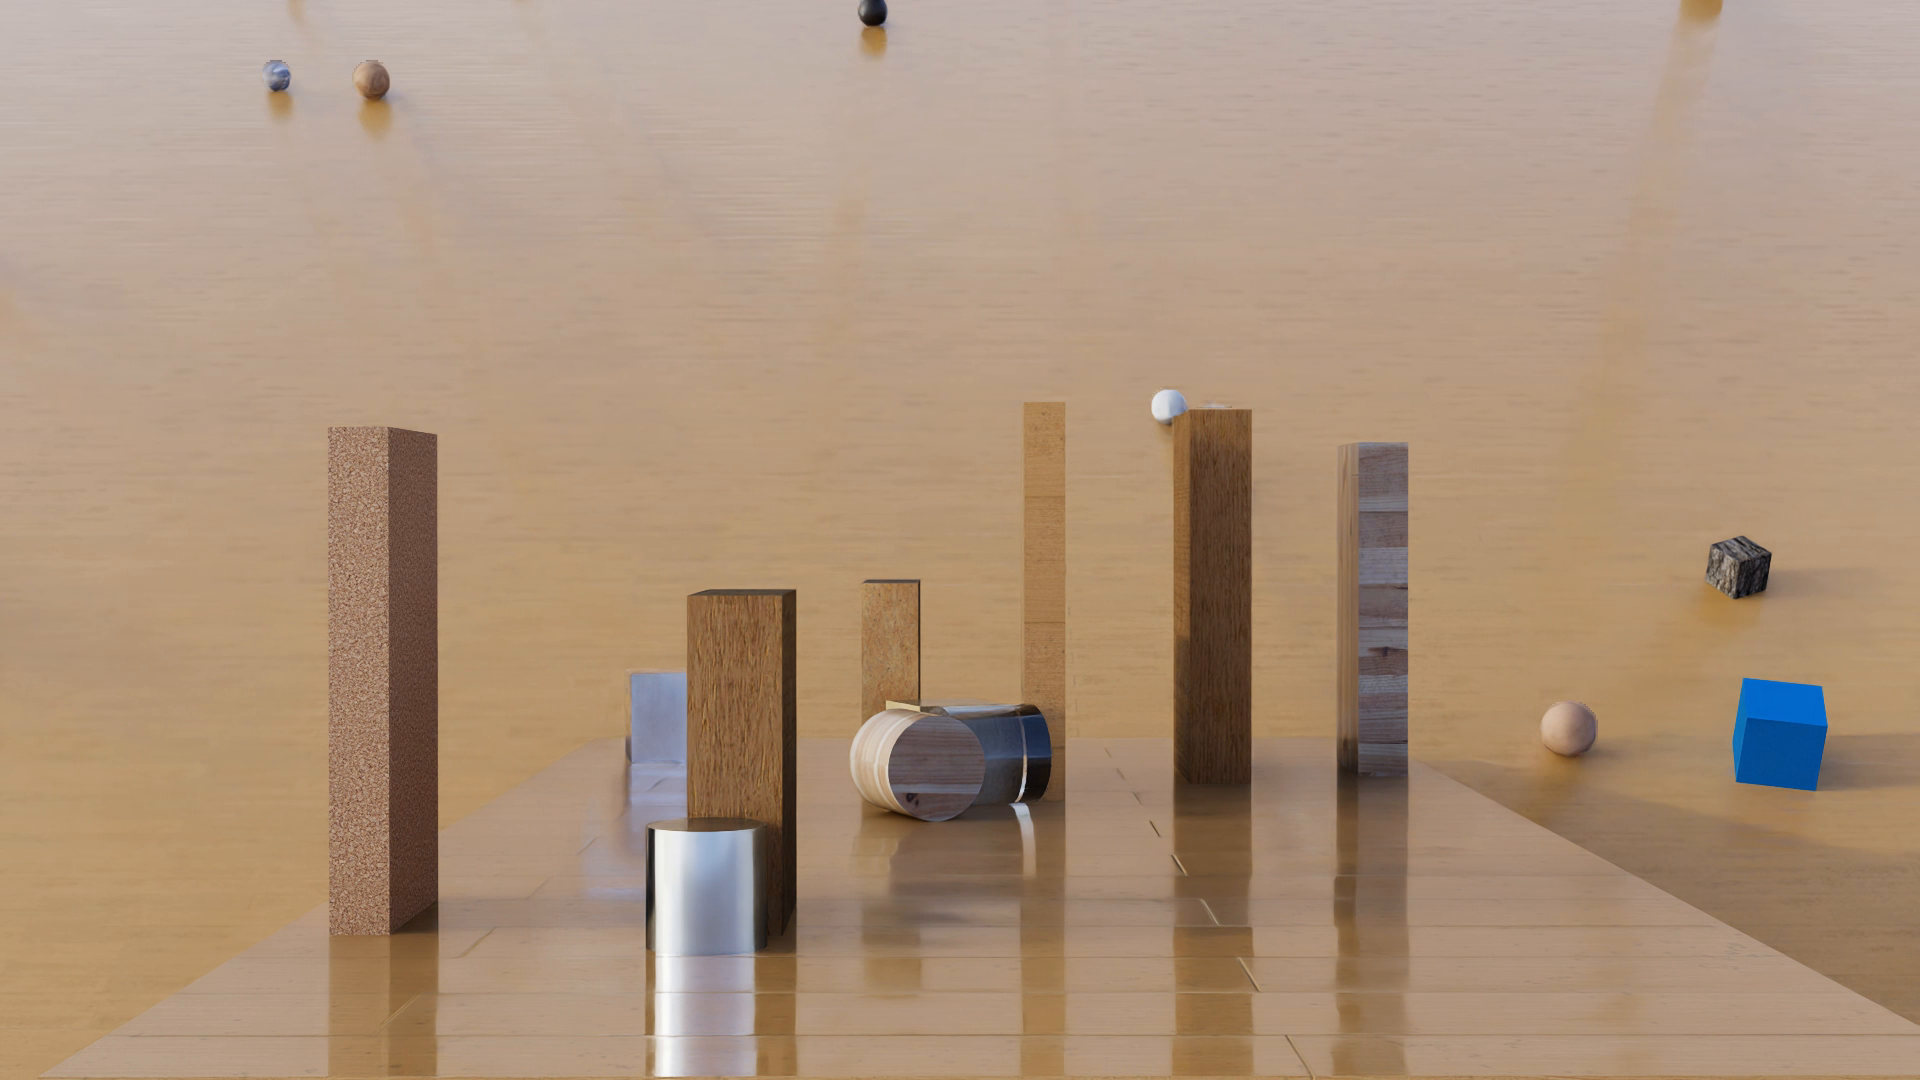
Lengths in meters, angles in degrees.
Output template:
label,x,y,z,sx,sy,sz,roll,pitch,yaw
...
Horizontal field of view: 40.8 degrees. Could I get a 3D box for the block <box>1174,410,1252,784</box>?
label,x,y,z,sx,sy,sz,roll,pitch,yaw
block,0.553,0.118,5.693,0.130,0.794,0.429,0,1,0

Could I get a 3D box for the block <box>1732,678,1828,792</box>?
label,x,y,z,sx,sy,sz,roll,pitch,yaw
block,2.097,0.497,6.618,0.195,0.195,0.195,6,29,11

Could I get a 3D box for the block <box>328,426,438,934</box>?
label,x,y,z,sx,sy,sz,roll,pitch,yaw
block,-0.815,0.190,3.667,0.082,0.689,0.330,0,1,0

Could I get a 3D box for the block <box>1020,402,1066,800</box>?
label,x,y,z,sx,sy,sz,roll,pitch,yaw
block,0.169,0.121,5.291,0.082,0.796,0.276,0,1,0

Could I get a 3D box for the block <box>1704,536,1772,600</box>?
label,x,y,z,sx,sy,sz,roll,pitch,yaw
block,2.248,0.079,7.465,0.121,0.121,0.121,-14,31,-24

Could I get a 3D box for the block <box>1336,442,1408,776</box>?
label,x,y,z,sx,sy,sz,roll,pitch,yaw
block,0.923,0.150,5.801,0.109,0.729,0.323,0,1,0

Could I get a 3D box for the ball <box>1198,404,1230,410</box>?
label,x,y,z,sx,sy,sz,roll,pitch,yaw
ball,0.799,-0.331,8.147,0.191,0.191,0.191,0,28,0

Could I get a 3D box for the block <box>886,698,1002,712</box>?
label,x,y,z,sx,sy,sz,roll,pitch,yaw
block,-0.029,0.425,5.268,0.189,0.189,0.189,0,1,-22

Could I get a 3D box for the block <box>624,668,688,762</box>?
label,x,y,z,sx,sy,sz,roll,pitch,yaw
block,-0.679,0.410,6.083,0.205,0.205,0.205,0,1,-11

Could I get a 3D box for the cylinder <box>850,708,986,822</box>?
label,x,y,z,sx,sy,sz,roll,pitch,yaw
cylinder,-0.083,0.424,4.902,0.197,0.197,0.197,-13,6,-23

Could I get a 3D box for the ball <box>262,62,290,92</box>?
label,x,y,z,sx,sy,sz,roll,pitch,yaw
ball,-3.005,-2.035,11.354,0.126,0.126,0.126,0,28,0

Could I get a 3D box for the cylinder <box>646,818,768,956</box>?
label,x,y,z,sx,sy,sz,roll,pitch,yaw
cylinder,-0.335,0.456,3.415,0.160,0.160,0.160,0,1,0

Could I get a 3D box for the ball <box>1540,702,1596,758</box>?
label,x,y,z,sx,sy,sz,roll,pitch,yaw
ball,1.573,0.491,6.685,0.142,0.142,0.142,0,28,0

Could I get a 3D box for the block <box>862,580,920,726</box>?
label,x,y,z,sx,sy,sz,roll,pitch,yaw
block,-0.145,0.303,5.516,0.117,0.429,0.340,0,1,0

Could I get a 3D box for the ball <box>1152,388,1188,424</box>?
label,x,y,z,sx,sy,sz,roll,pitch,yaw
ball,0.681,-0.433,8.413,0.117,0.117,0.117,0,28,0

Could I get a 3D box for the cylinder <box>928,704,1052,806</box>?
label,x,y,z,sx,sy,sz,roll,pitch,yaw
cylinder,0.050,0.423,5.091,0.196,0.196,0.196,0,27,-23

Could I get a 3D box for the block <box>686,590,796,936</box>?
label,x,y,z,sx,sy,sz,roll,pitch,yaw
block,-0.305,0.304,3.649,0.129,0.460,0.310,0,1,0

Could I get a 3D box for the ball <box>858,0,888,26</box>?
label,x,y,z,sx,sy,sz,roll,pitch,yaw
ball,-0.410,-2.490,12.175,0.142,0.142,0.142,0,28,0

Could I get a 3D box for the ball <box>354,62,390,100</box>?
label,x,y,z,sx,sy,sz,roll,pitch,yaw
ball,-2.561,-2.000,11.254,0.159,0.159,0.159,0,28,0

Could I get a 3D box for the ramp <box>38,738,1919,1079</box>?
label,x,y,z,sx,sy,sz,roll,pitch,yaw
ramp,0.064,0.575,4.619,2.000,0.100,4.000,0,1,0
